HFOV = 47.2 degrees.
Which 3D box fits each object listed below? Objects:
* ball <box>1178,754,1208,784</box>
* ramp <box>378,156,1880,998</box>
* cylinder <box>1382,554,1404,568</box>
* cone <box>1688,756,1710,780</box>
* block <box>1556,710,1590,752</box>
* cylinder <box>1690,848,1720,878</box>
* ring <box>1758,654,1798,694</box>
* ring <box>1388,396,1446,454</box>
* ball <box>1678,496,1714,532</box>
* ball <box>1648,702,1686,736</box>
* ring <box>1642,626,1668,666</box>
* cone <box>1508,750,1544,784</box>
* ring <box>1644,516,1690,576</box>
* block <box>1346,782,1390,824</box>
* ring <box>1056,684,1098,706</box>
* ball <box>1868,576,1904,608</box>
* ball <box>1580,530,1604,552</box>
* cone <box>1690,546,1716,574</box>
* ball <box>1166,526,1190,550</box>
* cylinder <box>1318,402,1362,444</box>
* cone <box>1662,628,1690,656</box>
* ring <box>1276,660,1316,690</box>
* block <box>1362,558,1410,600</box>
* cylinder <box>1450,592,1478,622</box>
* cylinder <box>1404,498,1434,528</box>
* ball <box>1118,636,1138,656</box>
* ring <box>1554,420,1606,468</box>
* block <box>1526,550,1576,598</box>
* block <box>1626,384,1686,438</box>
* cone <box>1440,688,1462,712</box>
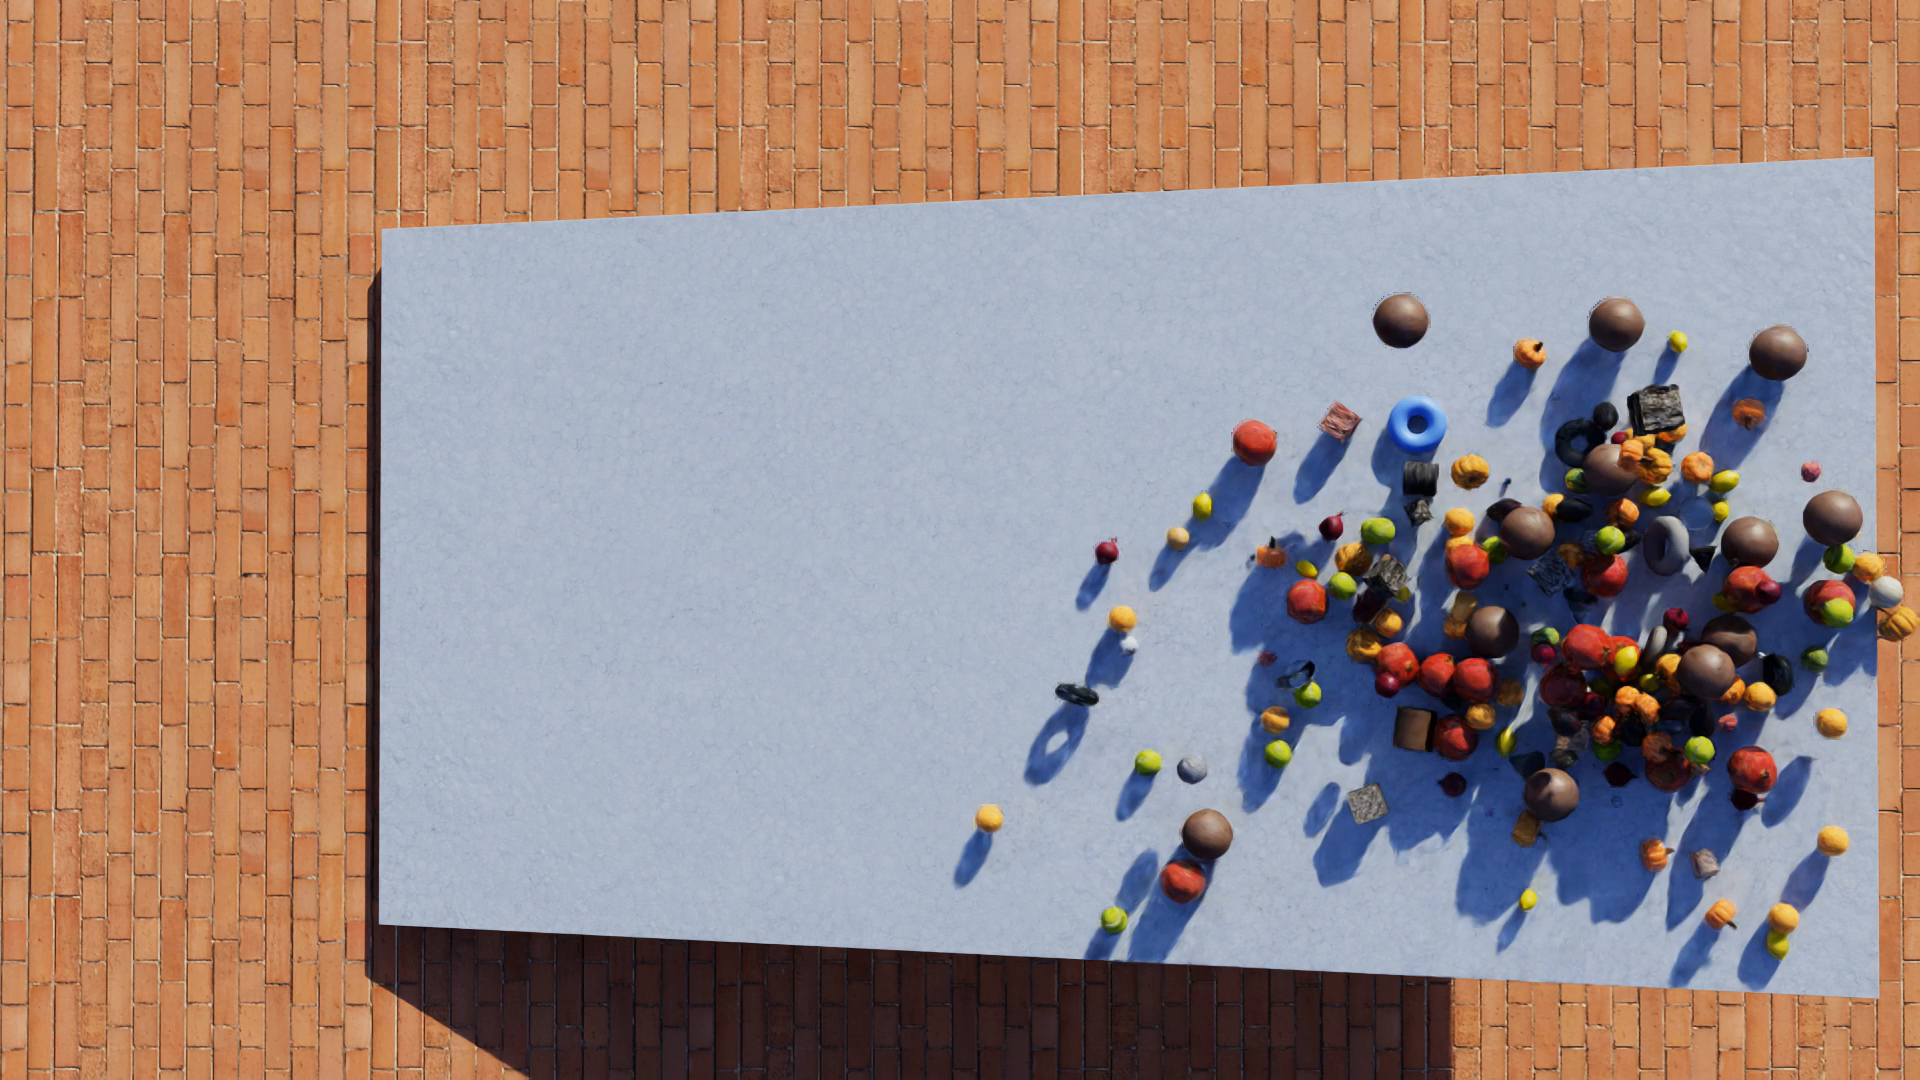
[{"bbox_3d":[0.584,0.575,5.529,0.076,0.076,0.076,0,89,0],"label":"ball"},{"bbox_3d":[0.269,0.096,5.823,4.000,0.100,2.000,0,89,16],"label":"ramp"},{"bbox_3d":[1.073,0.074,5.511,0.059,0.059,0.059,35,99,0],"label":"cylinder"},{"bbox_3d":[1.754,0.553,5.248,0.052,0.052,0.052,32,107,0],"label":"cone"},{"bbox_3d":[1.490,0.462,5.348,0.076,0.076,0.076,4,104,14],"label":"block"},{"bbox_3d":[1.791,0.776,5.288,0.056,0.056,0.056,-11,67,0],"label":"cylinder"},{"bbox_3d":[1.948,0.320,5.239,0.034,0.102,0.102,-22,89,-29],"label":"ring"},{"bbox_3d":[1.144,-0.289,5.502,0.145,0.048,0.145,0,90,15],"label":"ring"},{"bbox_3d":[1.773,-0.063,5.299,0.085,0.085,0.085,0,89,0],"label":"ball"},{"bbox_3d":[1.708,0.433,5.311,0.083,0.083,0.083,0,89,0],"label":"ball"},{"bbox_3d":[1.669,0.254,5.284,0.034,0.101,0.101,22,89,11],"label":"ring"},{"bbox_3d":[1.382,0.548,5.422,0.083,0.083,0.083,-12,109,-36],"label":"cone"},{"bbox_3d":[1.701,0.014,5.296,0.049,0.146,0.146,3,89,-19],"label":"ring"},{"bbox_3d":[1.021,0.659,5.507,0.079,0.079,0.079,-22,83,15],"label":"block"},{"bbox_3d":[0.304,0.402,5.697,0.116,0.116,0.039,14,79,0],"label":"ring"},{"bbox_3d":[2.174,0.123,5.161,0.076,0.076,0.076,0,89,0],"label":"ball"},{"bbox_3d":[1.545,0.002,5.378,0.057,0.057,0.057,0,89,0],"label":"ball"},{"bbox_3d":[1.785,0.052,5.275,0.067,0.067,0.067,-8,90,0],"label":"cone"},{"bbox_3d":[0.561,-0.004,5.658,0.060,0.060,0.060,0,89,0],"label":"ball"},{"bbox_3d":[0.959,-0.296,5.539,0.077,0.077,0.077,39,104,1],"label":"cylinder"},{"bbox_3d":[1.739,0.231,5.330,0.078,0.078,0.078,-23,89,-12],"label":"cone"},{"bbox_3d":[0.845,0.340,5.538,0.111,0.111,0.037,-31,104,0],"label":"ring"},{"bbox_3d":[1.052,0.096,5.430,0.068,0.068,0.068,-45,104,-29],"label":"block"},{"bbox_3d":[1.242,0.164,5.423,0.052,0.052,0.052,12,129,0],"label":"cylinder"},{"bbox_3d":[1.141,-0.068,5.472,0.054,0.054,0.054,-29,79,0],"label":"cylinder"},{"bbox_3d":[0.437,0.275,5.694,0.051,0.051,0.051,0,89,0],"label":"ball"},{"bbox_3d":[1.521,-0.236,5.397,0.122,0.041,0.122,0,91,15],"label":"ring"},{"bbox_3d":[1.419,0.080,5.274,0.082,0.082,0.082,-41,81,10],"label":"block"},{"bbox_3d":[1.582,-0.293,5.000,0.092,0.092,0.092,-9,82,0],"label":"block"},{"bbox_3d":[1.235,0.389,5.476,0.054,0.054,0.054,39,75,1],"label":"cone"}]
